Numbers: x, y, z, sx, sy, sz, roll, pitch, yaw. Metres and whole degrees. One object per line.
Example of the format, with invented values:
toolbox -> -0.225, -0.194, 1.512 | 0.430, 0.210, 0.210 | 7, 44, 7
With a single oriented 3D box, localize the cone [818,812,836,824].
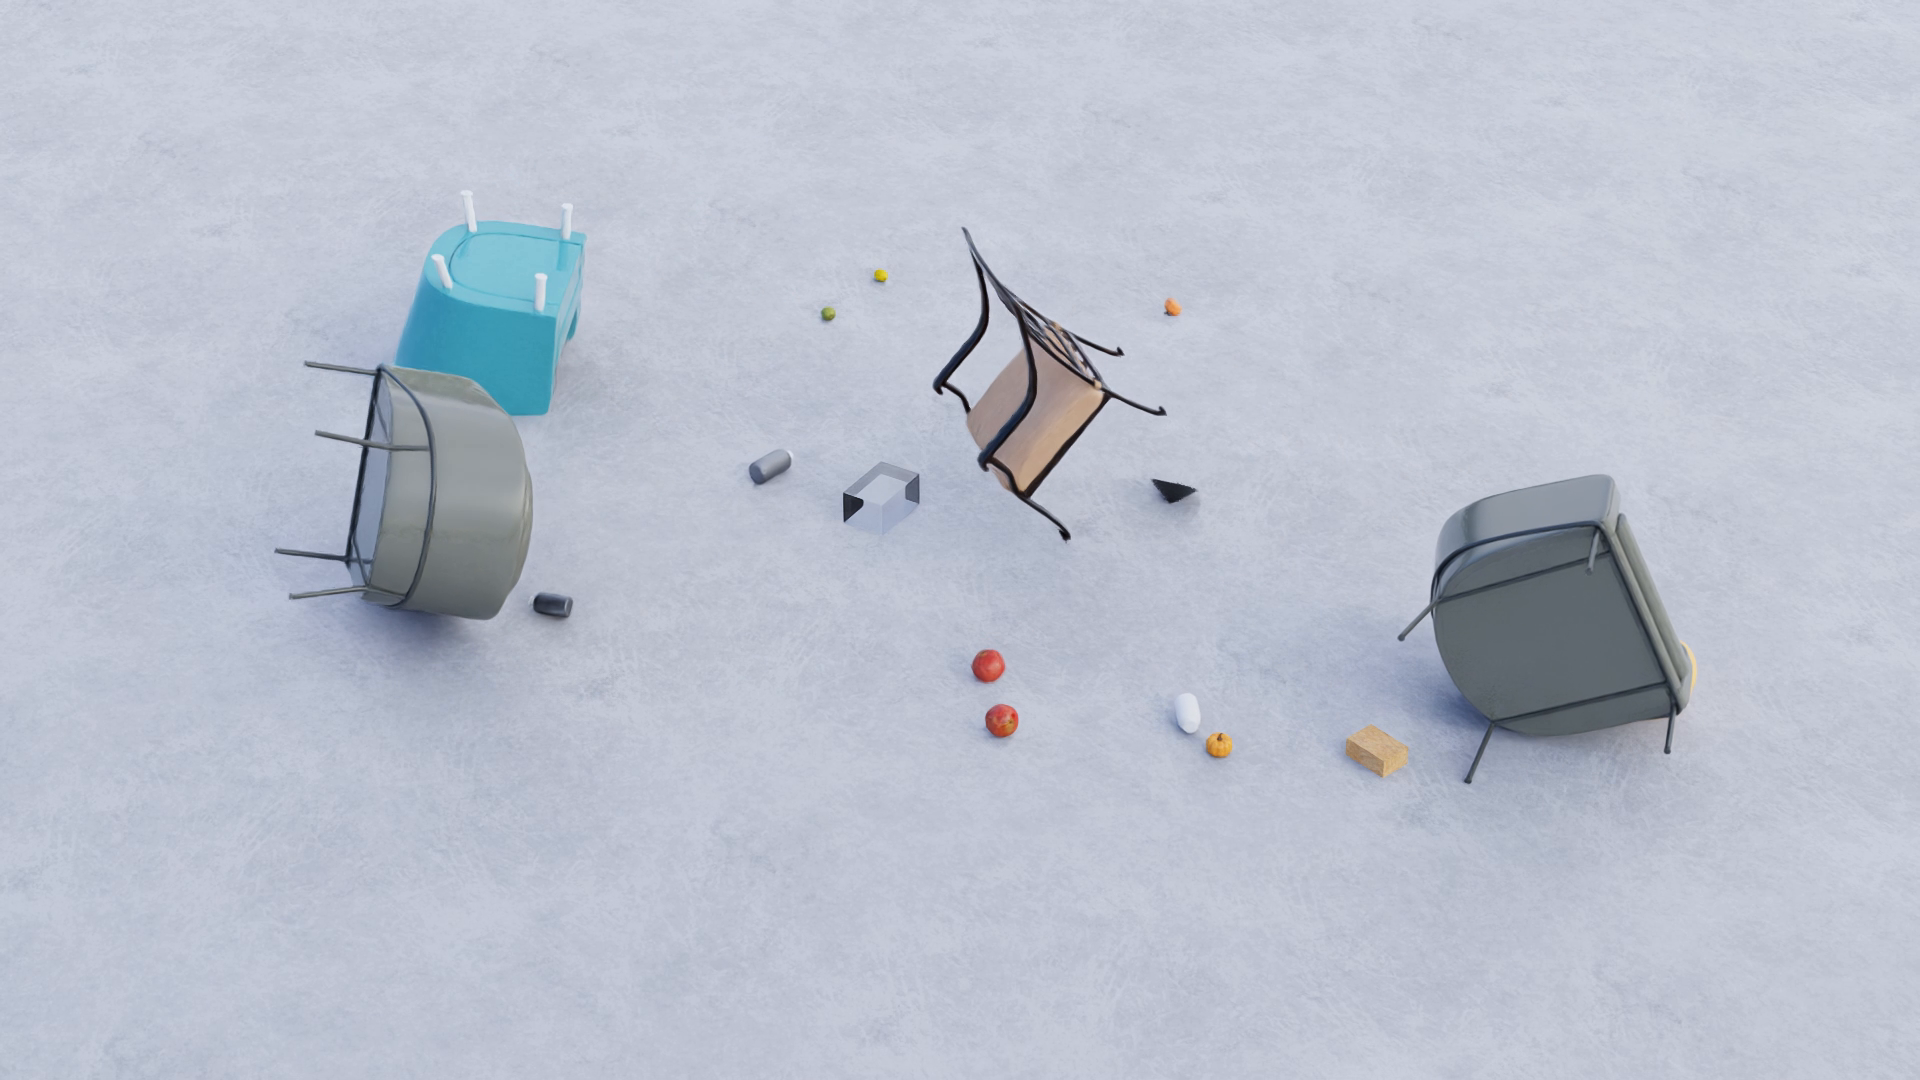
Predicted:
cone -> -0.433, 0.898, 9.564 | 0.061, 0.039, 0.049 | 12, 9, -8

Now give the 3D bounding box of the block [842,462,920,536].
block -> -0.296, -0.157, 11.060 | 0.174, 0.136, 0.262 | 19, 38, 26

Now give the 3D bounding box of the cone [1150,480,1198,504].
cone -> 0.808, -0.173, 11.153 | 0.190, 0.074, 0.194 | 13, -2, -3

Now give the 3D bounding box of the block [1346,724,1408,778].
block -> 1.395, 0.705, 9.811 | 0.119, 0.069, 0.170 | -25, 41, -33

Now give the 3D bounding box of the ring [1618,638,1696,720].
ring -> 2.401, 0.477, 10.091 | 0.246, 0.143, 0.390 | 14, 39, 26
